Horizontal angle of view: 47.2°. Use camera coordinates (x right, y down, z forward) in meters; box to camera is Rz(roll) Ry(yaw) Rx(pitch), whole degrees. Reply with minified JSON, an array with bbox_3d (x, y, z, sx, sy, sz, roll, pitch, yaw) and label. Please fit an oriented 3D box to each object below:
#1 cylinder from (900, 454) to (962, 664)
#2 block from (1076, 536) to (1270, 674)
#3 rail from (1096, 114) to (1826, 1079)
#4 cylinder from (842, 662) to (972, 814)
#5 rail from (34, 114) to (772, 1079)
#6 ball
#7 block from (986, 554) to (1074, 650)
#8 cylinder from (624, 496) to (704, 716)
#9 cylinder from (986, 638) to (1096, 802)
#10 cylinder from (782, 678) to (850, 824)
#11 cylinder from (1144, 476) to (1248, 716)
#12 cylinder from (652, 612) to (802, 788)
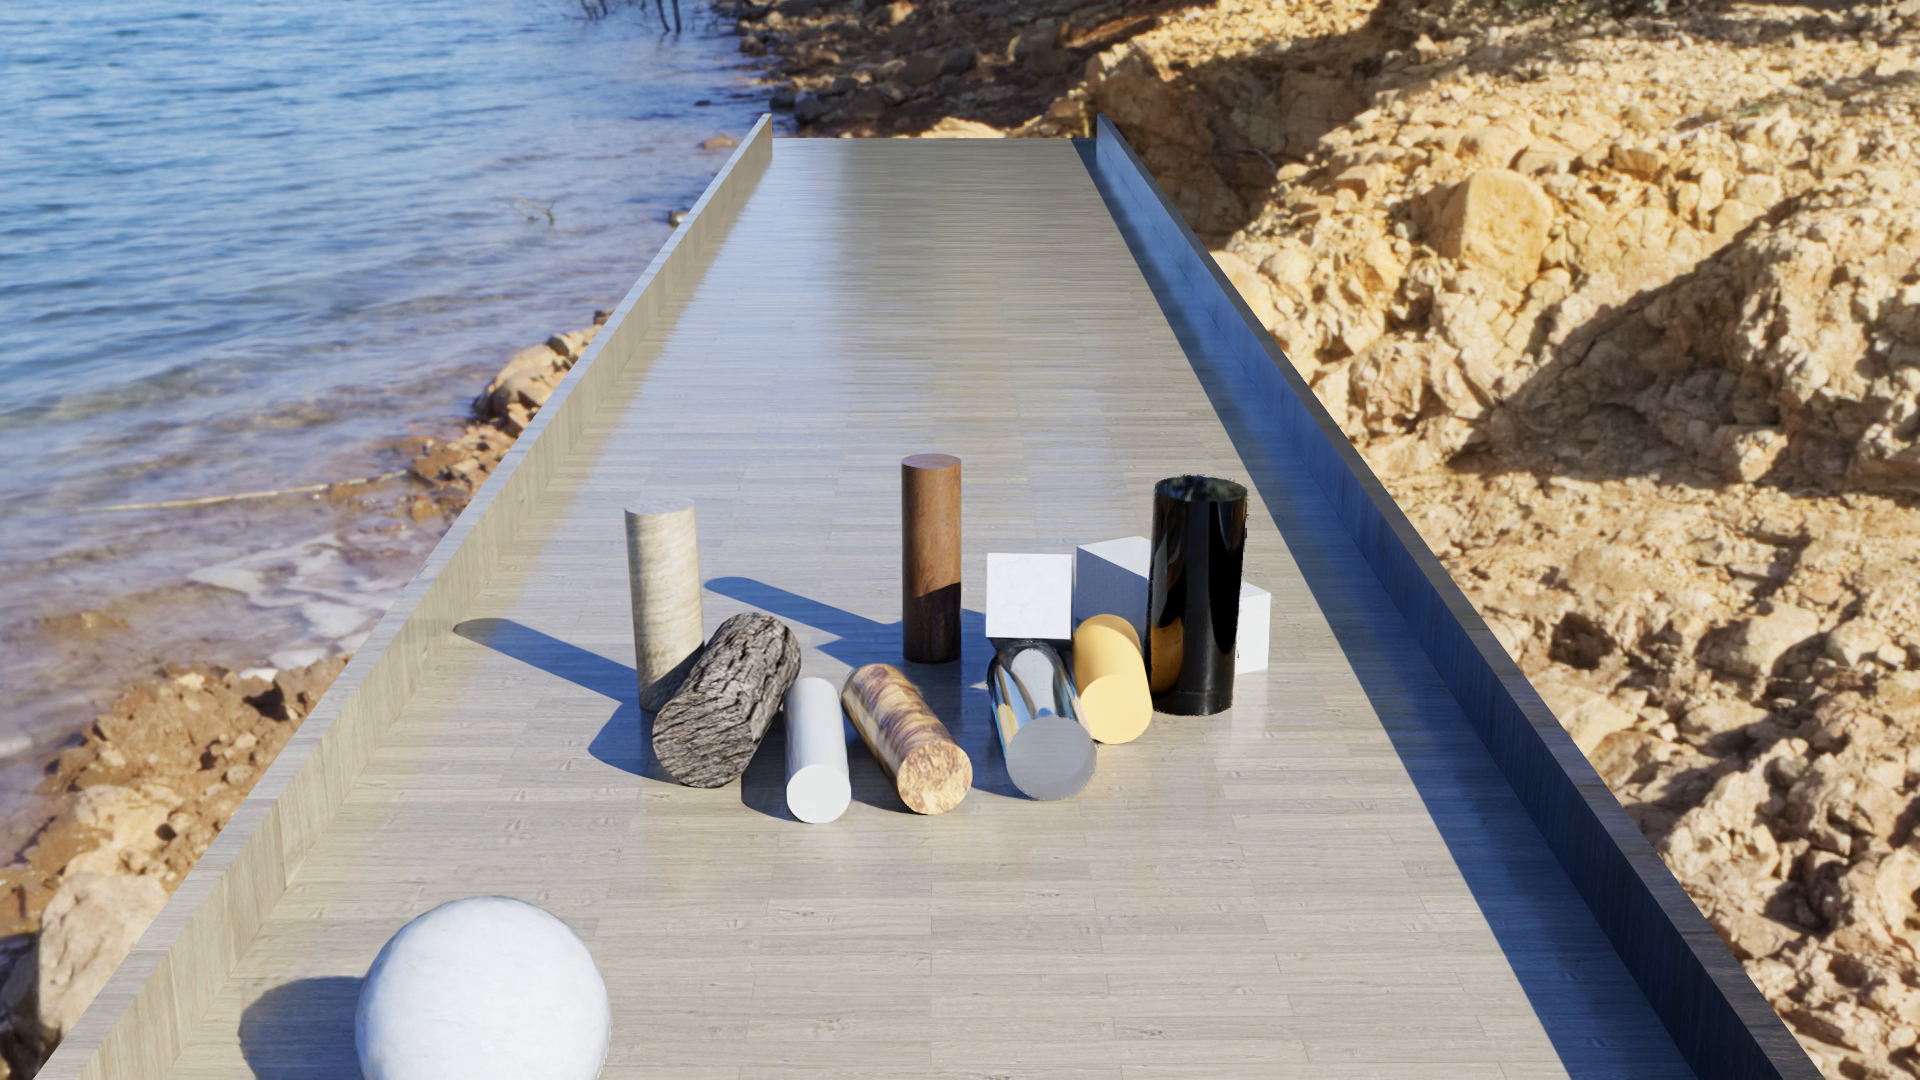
[{"bbox_3d":[-0.057,0.038,4.391,0.119,0.404,0.119,0,17,0],"label":"cylinder"},{"bbox_3d":[0.428,0.134,4.502,0.157,0.157,0.459,-9,19,-29],"label":"block"},{"bbox_3d":[0.932,-0.844,7.801,0.050,0.150,12.000,0,17,-1],"label":"rail"},{"bbox_3d":[-0.098,0.342,3.850,0.130,0.130,0.404,-5,17,-16],"label":"cylinder"},{"bbox_3d":[-1.118,-0.838,7.780,0.050,0.150,12.000,0,17,-1],"label":"rail"},{"bbox_3d":[-0.585,0.592,2.698,0.307,0.307,0.307,0,17,0],"label":"ball"},{"bbox_3d":[0.139,0.125,4.266,0.155,0.155,0.434,1,-6,3],"label":"block"},{"bbox_3d":[-0.549,0.123,4.121,0.131,0.391,0.131,-2,16,1],"label":"cylinder"},{"bbox_3d":[0.141,0.313,3.903,0.154,0.154,0.398,-1,17,-4],"label":"cylinder"},{"bbox_3d":[-0.252,0.361,3.827,0.107,0.107,0.415,-1,17,-5],"label":"cylinder"},{"bbox_3d":[0.440,0.104,4.134,0.173,0.417,0.173,2,18,-1],"label":"cylinder"},{"bbox_3d":[-0.414,0.282,3.966,0.177,0.177,0.430,2,17,7],"label":"cylinder"}]
